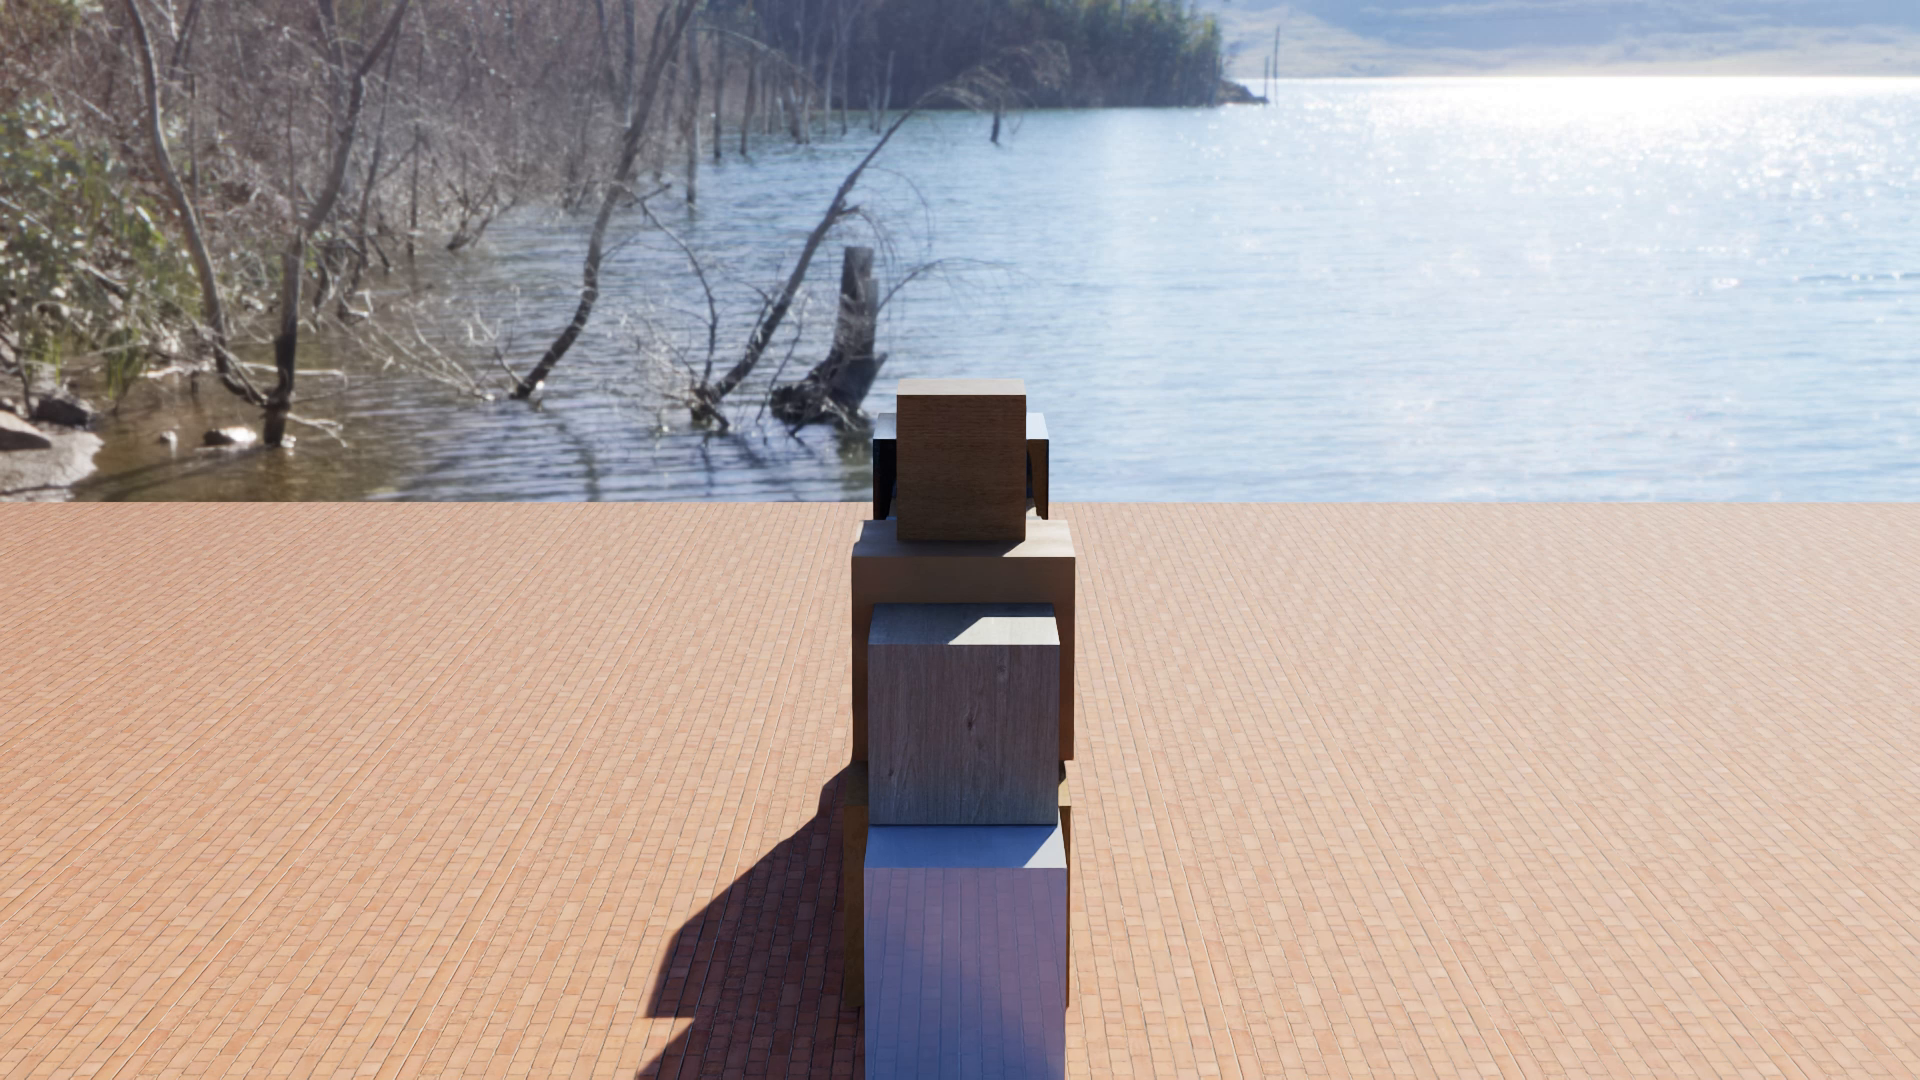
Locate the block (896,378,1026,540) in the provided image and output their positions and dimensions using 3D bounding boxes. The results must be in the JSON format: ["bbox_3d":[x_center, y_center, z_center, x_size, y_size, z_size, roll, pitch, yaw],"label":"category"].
[{"bbox_3d":[0.006,-0.338,10.553,0.518,0.590,0.547,0,10,0],"label":"block"}]

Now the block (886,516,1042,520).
[{"bbox_3d":[0.016,0.306,11.228,0.690,0.727,0.658,0,9,0],"label":"block"}]

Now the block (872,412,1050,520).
[{"bbox_3d":[0.004,-0.129,12.639,0.832,0.879,0.952,0,10,0],"label":"block"}]

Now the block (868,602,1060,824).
[{"bbox_3d":[0.013,0.644,9.707,0.695,0.675,0.739,0,10,0],"label":"block"}]

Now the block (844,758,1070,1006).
[{"bbox_3d":[-0.011,1.314,10.122,0.856,0.793,0.831,0,10,0],"label":"block"}]

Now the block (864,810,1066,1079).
[{"bbox_3d":[0.018,1.459,9.345,0.705,0.785,0.731,0,10,0],"label":"block"}]

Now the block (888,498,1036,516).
[{"bbox_3d":[0.012,0.153,11.871,0.672,0.599,0.649,0,10,0],"label":"block"}]

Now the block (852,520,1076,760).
[{"bbox_3d":[0.013,0.394,10.470,0.874,0.820,0.831,0,10,0],"label":"block"}]
